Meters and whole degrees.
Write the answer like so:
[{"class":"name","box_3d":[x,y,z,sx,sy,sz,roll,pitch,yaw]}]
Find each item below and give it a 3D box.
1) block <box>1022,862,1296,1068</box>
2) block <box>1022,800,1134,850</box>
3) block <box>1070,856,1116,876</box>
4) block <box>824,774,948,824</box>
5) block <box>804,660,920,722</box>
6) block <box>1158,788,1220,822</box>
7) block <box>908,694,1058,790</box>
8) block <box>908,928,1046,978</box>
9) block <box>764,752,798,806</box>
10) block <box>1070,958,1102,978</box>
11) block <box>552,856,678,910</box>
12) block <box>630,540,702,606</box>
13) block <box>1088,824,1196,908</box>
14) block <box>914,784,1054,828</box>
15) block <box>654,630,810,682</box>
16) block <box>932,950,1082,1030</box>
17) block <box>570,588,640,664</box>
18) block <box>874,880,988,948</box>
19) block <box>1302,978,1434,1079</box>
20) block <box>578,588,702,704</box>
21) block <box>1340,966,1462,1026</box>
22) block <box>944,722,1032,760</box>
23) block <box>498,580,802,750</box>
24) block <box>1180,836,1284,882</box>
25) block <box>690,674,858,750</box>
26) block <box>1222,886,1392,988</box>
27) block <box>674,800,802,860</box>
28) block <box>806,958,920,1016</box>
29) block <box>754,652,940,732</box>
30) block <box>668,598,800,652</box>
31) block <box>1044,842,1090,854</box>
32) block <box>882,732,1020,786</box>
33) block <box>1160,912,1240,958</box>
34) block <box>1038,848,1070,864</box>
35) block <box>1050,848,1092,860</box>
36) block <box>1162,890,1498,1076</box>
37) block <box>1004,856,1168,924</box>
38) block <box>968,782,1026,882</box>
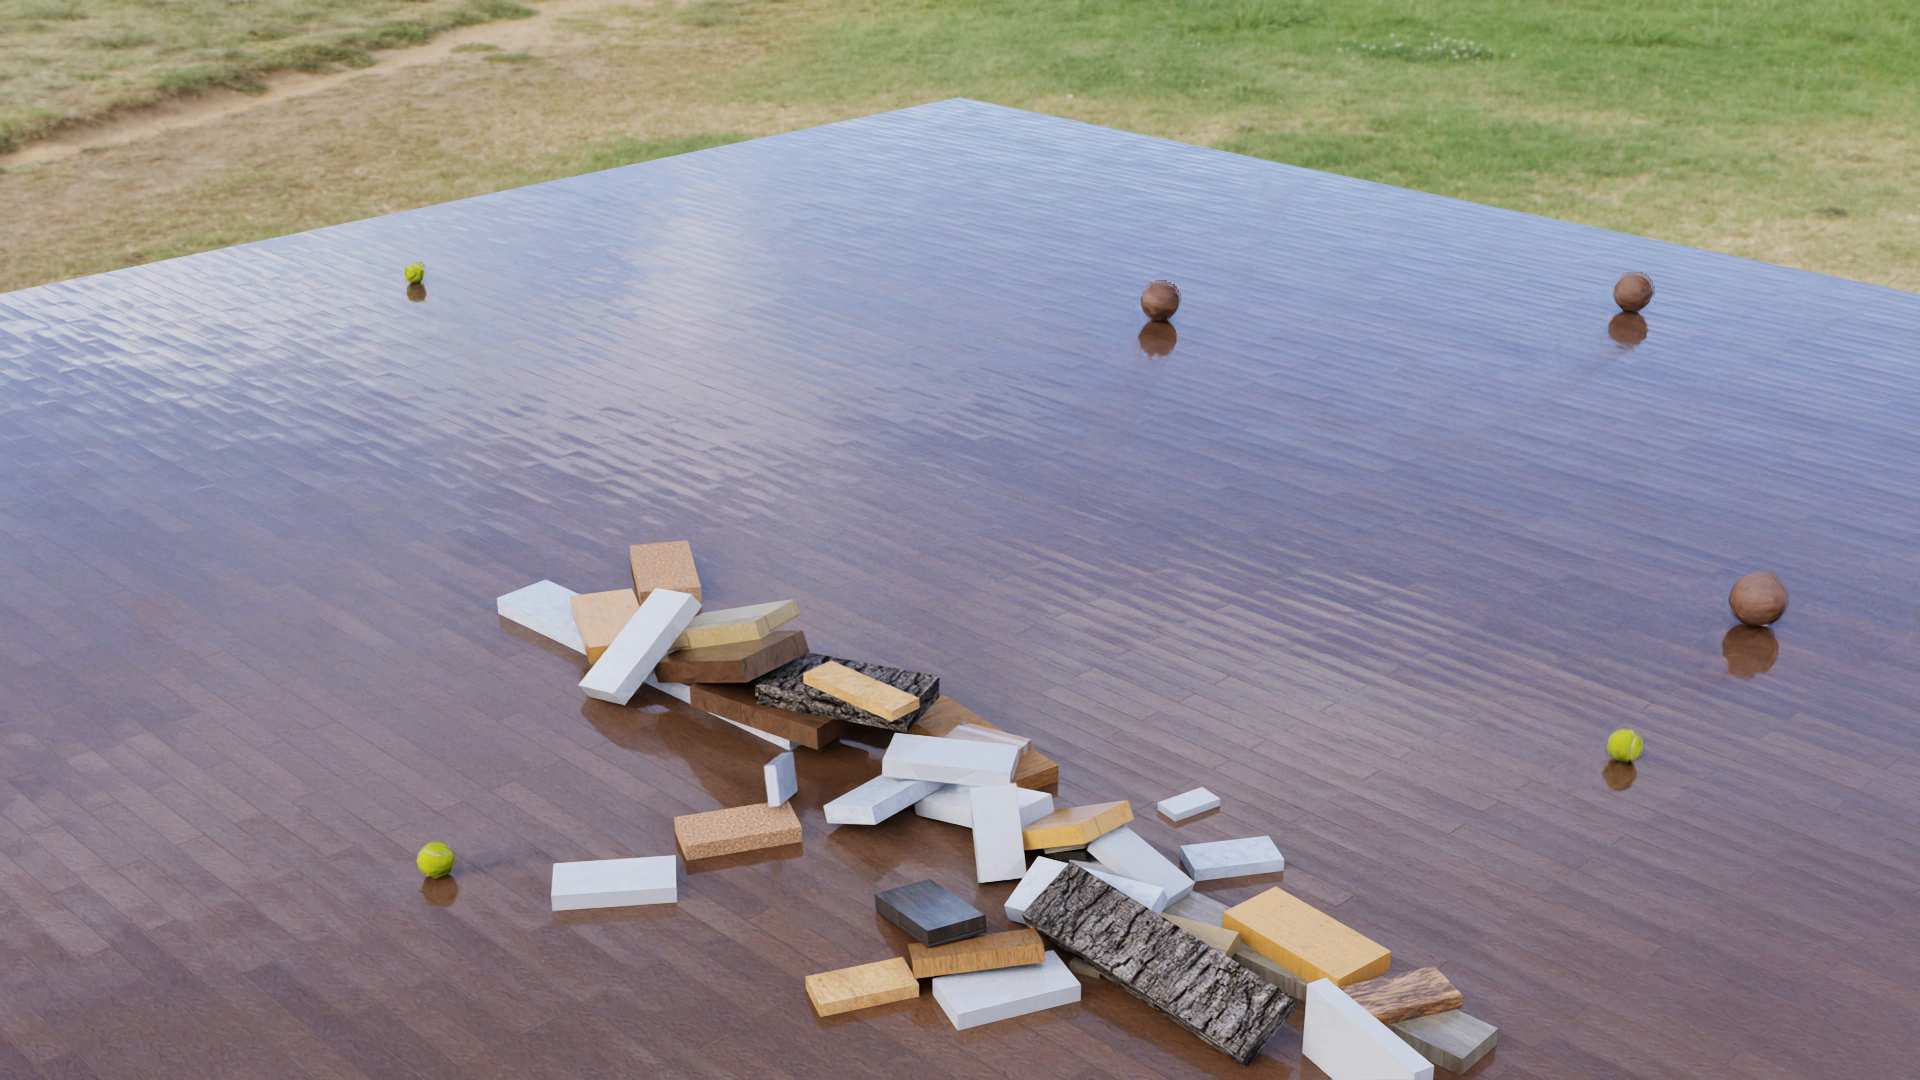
[{"class":"block","box_3d":[0.341,0.737,3.858,0.520,0.039,0.138,27,61,40]},{"class":"block","box_3d":[0.196,0.555,4.249,0.134,0.038,0.267,-20,2,-39]},{"class":"block","box_3d":[0.268,0.612,4.182,0.111,0.016,0.055,4,20,42]},{"class":"block","box_3d":[-0.141,0.510,4.445,0.130,0.037,0.259,-4,12,40]},{"class":"block","box_3d":[-0.209,0.316,4.623,0.261,0.023,0.082,20,30,38]},{"class":"block","box_3d":[0.466,0.537,4.474,0.116,0.016,0.058,-14,27,-31]},{"class":"block","box_3d":[0.033,0.436,4.686,0.130,0.037,0.402,-16,28,-33]},{"class":"block","box_3d":[0.028,0.736,3.918,0.233,0.033,0.117,-6,4,-5]},{"class":"block","box_3d":[-0.362,0.483,4.450,0.023,0.082,0.165,-6,3,8]},{"class":"block","box_3d":[0.248,0.749,3.975,0.058,0.016,0.116,11,25,24]},{"class":"block","box_3d":[-0.656,0.652,4.182,0.232,0.033,0.116,-3,23,-7]},{"class":"block","box_3d":[-0.739,0.083,5.511,0.148,0.042,0.296,-5,24,-12]},{"class":"block","box_3d":[0.339,0.612,4.125,0.187,0.027,0.094,38,39,28]},{"class":"block","box_3d":[0.046,0.528,4.387,0.134,0.038,0.267,-20,16,-39]},{"class":"block","box_3d":[-0.506,0.257,4.821,0.176,0.050,0.352,-25,13,-38]},{"class":"block","box_3d":[0.082,0.789,3.859,0.233,0.033,0.117,-9,25,-21]},{"class":"block","box_3d":[-0.813,0.199,5.130,0.148,0.042,0.296,-7,24,-16]},{"class":"block","box_3d":[-0.056,0.685,4.042,0.116,0.033,0.232,-11,13,-25]},{"class":"block","box_3d":[0.662,0.847,3.588,0.039,0.138,0.276,-12,26,-26]},{"class":"block","box_3d":[-0.716,0.236,4.926,0.145,0.041,0.290,7,53,48]},{"class":"block","box_3d":[0.758,0.788,3.786,0.187,0.027,0.094,-8,24,-18]},{"class":"block","box_3d":[0.058,0.428,4.629,0.165,0.023,0.082,13,26,27]},{"class":"block","box_3d":[-0.692,0.274,5.062,1.029,0.042,0.148,20,30,39]},{"class":"block","box_3d":[0.528,0.618,4.271,0.181,0.026,0.090,-5,23,-11]},{"class":"block","box_3d":[-0.393,0.350,4.764,0.352,0.050,0.176,15,27,32]},{"class":"block","box_3d":[0.618,0.717,3.936,0.138,0.039,0.276,-18,29,-36]},{"class":"block","box_3d":[-0.440,0.574,4.365,0.232,0.033,0.116,-7,24,-16]},{"class":"block","box_3d":[-0.172,0.786,3.874,0.181,0.026,0.090,-8,24,-18]},{"class":"block","box_3d":[-0.240,0.321,4.706,0.352,0.050,0.176,9,25,20]},{"class":"block","box_3d":[-0.513,0.192,4.921,0.290,0.041,0.145,-9,13,37]},{"class":"block","box_3d":[0.215,0.578,4.205,0.054,0.015,0.107,-21,3,-44]},{"class":"block","box_3d":[-0.018,0.448,4.464,0.259,0.037,0.130,5,20,8]},{"class":"block","box_3d":[0.400,0.726,3.959,0.187,0.027,0.094,9,42,33]},{"class":"block","box_3d":[0.206,0.606,4.277,0.054,0.015,0.107,-20,17,-34]},{"class":"block","box_3d":[0.225,0.594,4.205,0.054,0.015,0.107,-21,6,-36]},{"class":"block","box_3d":[0.595,0.760,3.927,0.752,0.033,0.117,20,30,38]},{"class":"block","box_3d":[0.231,0.670,4.048,0.267,0.038,0.134,10,42,31]},{"class":"block","box_3d":[0.072,0.562,4.221,0.090,0.181,0.026,-5,-8,-11]}]
